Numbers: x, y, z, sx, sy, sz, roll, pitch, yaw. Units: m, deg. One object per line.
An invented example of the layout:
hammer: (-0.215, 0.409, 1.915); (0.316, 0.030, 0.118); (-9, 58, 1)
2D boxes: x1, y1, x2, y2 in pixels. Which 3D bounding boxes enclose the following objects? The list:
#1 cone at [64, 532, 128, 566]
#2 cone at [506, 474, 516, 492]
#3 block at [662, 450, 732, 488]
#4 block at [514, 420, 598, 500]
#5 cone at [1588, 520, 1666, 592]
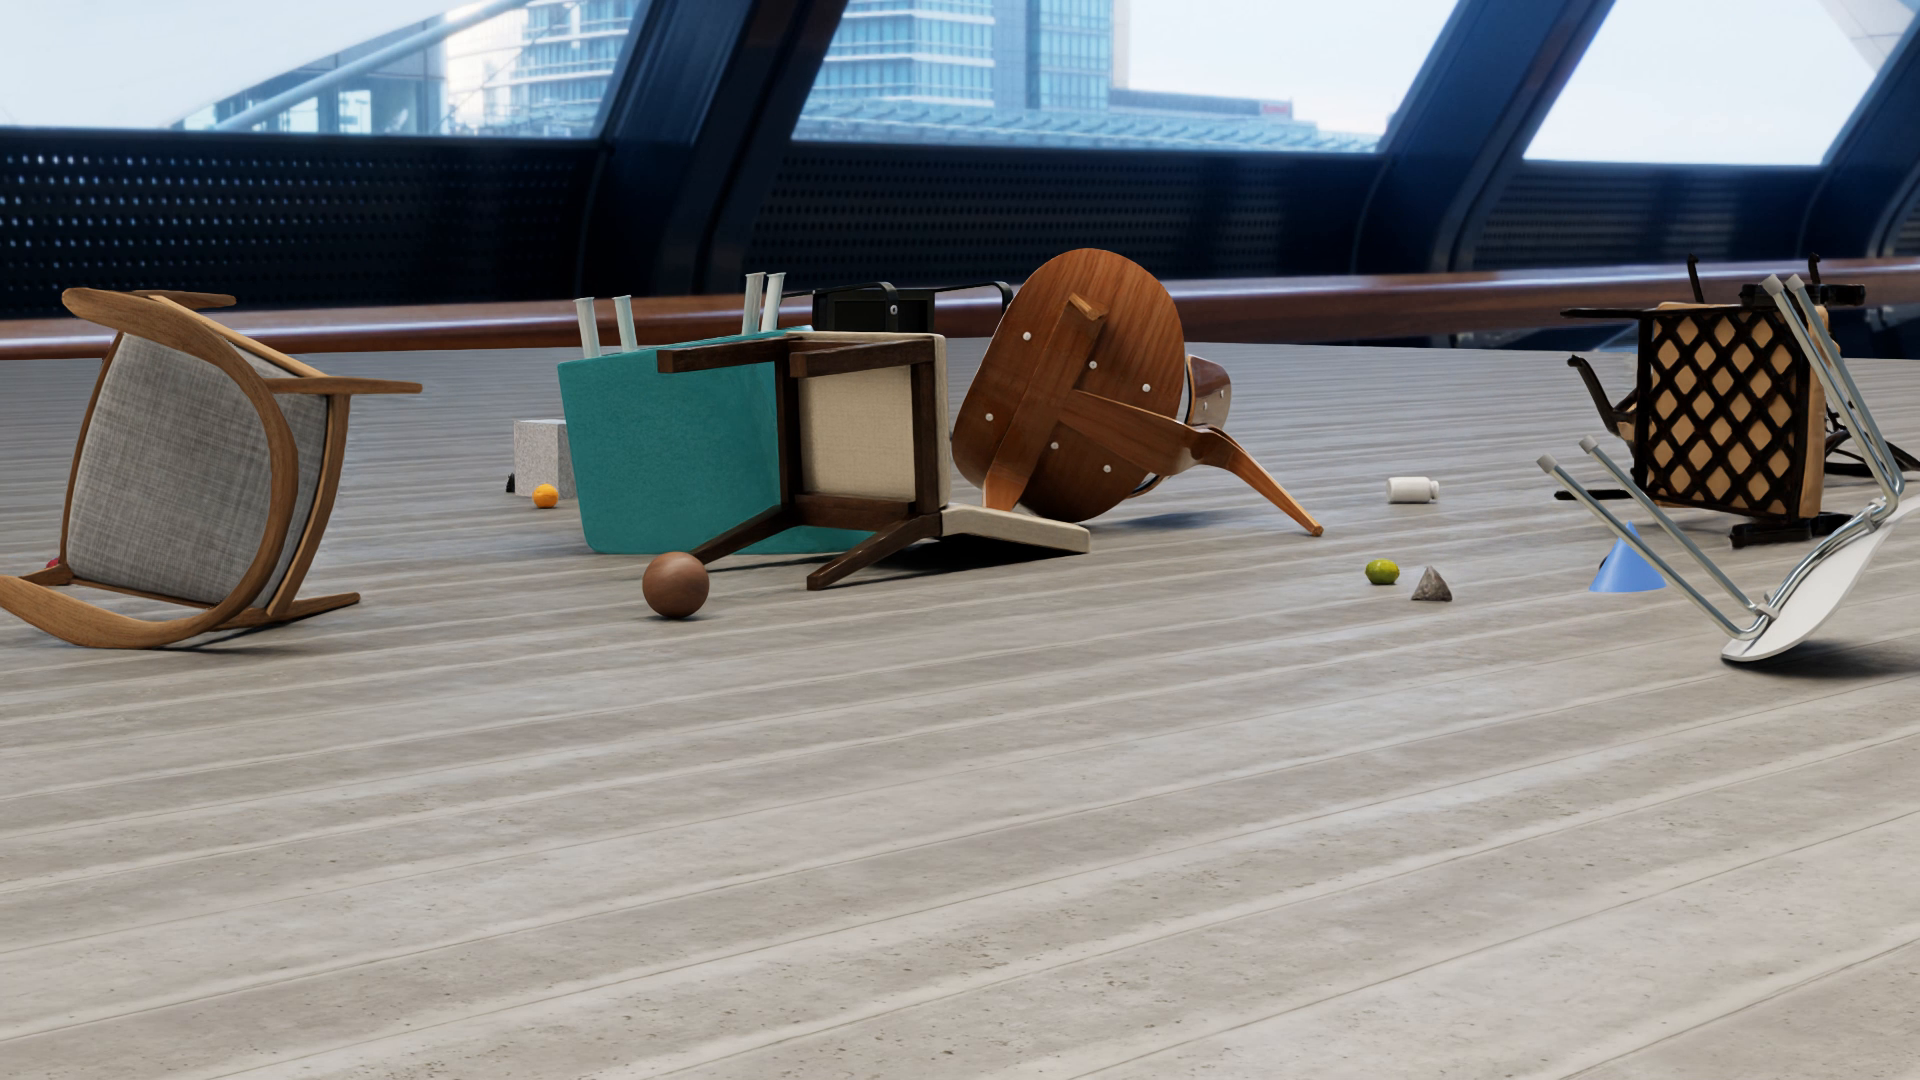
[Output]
cone: (-1.959, 0.039, 5.857); (0.140, 0.075, 0.082); (16, -11, 9)
cone: (-1.334, -0.163, 7.854); (0.097, 0.061, 0.087); (17, 2, -6)
block: (-0.824, -0.225, 8.044); (0.218, 0.113, 0.100); (0, 6, -2)
block: (-1.211, -0.243, 7.686); (0.141, 0.223, 0.226); (-6, 8, -43)
cone: (1.415, 0.028, 5.430); (0.237, 0.145, 0.119); (-6, 8, -43)
